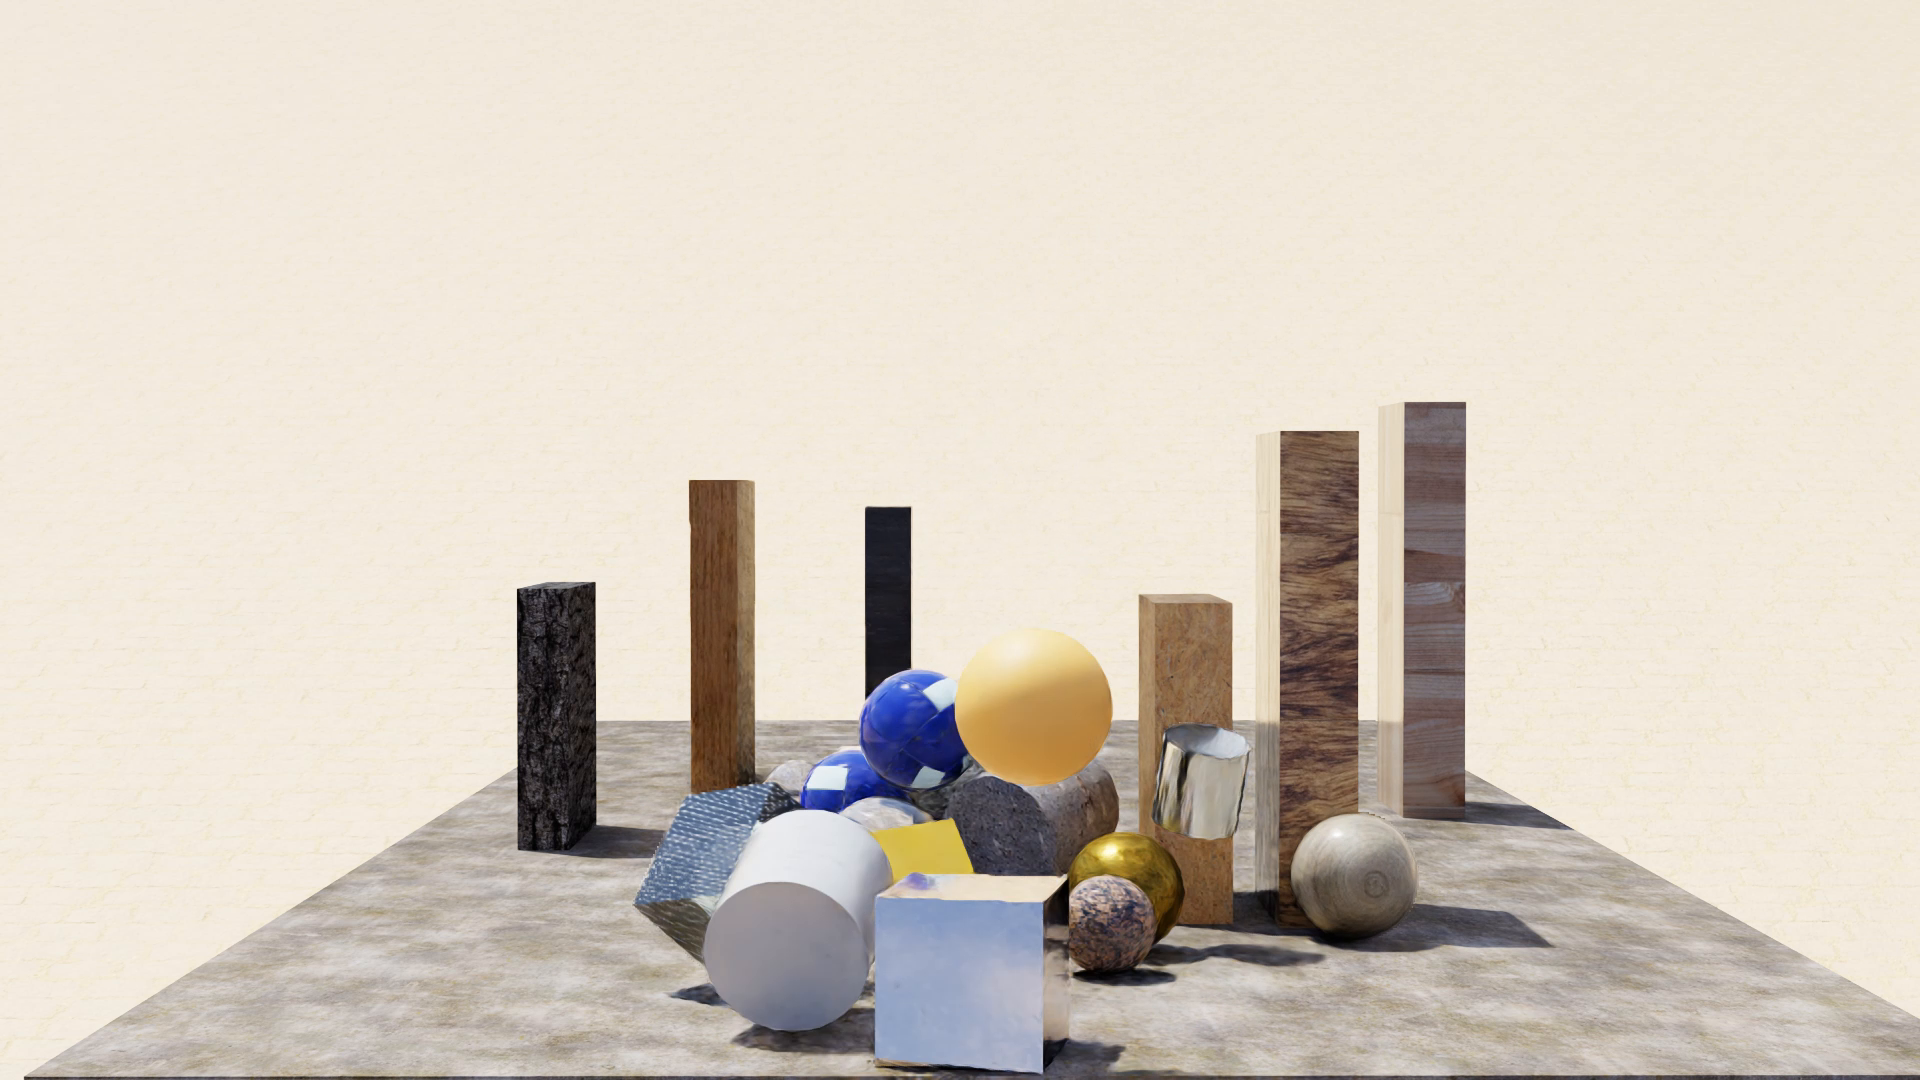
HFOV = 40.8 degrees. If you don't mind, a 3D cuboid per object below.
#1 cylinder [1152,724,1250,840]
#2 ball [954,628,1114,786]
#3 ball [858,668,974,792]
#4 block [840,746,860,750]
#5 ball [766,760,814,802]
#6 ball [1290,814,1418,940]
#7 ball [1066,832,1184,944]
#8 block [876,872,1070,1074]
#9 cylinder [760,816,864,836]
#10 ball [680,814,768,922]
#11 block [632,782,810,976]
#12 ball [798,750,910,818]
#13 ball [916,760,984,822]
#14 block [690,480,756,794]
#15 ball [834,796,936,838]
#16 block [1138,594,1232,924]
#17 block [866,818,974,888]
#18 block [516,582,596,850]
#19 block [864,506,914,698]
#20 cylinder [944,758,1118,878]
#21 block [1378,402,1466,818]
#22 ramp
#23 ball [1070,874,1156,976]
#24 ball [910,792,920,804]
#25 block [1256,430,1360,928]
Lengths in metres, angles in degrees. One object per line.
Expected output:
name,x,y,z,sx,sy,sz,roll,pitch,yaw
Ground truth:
cylinder,0.308,0.308,3.299,0.111,0.111,0.111,7,16,-2
ball,0.074,0.168,2.602,0.160,0.160,0.160,0,27,0
ball,-0.058,0.274,3.713,0.177,0.177,0.177,0,27,0
block,-0.131,0.430,4.413,0.142,0.142,0.142,0,1,-5
ball,-0.281,0.437,4.445,0.116,0.116,0.116,0,27,0
ball,0.514,0.439,3.371,0.164,0.164,0.164,0,27,0
ball,0.209,0.447,3.276,0.152,0.152,0.152,0,27,0
block,0.015,0.447,2.688,0.172,0.172,0.172,0,1,11
cylinder,-0.216,0.450,3.598,0.130,0.130,0.130,-1,24,24
ball,-0.302,0.443,3.474,0.151,0.151,0.151,0,27,0
block,-0.251,0.403,3.046,0.158,0.158,0.158,-13,41,42
ball,-0.162,0.408,3.965,0.173,0.173,0.173,0,27,0
ball,0.017,0.424,3.966,0.172,0.172,0.172,0,27,0
block,-0.470,0.184,5.143,0.090,0.606,0.443,0,1,0
ball,-0.102,0.431,3.469,0.176,0.176,0.176,0,27,0
block,0.315,0.299,3.644,0.105,0.434,0.320,0,1,0
block,-0.057,0.419,3.090,0.114,0.114,0.114,-7,57,-26
block,-0.679,0.289,4.363,0.084,0.426,0.324,0,1,0
block,-0.145,0.206,5.373,0.092,0.553,0.349,0,1,0
cylinder,0.103,0.399,3.700,0.185,0.185,0.185,16,21,28
block,0.847,0.122,4.747,0.111,0.743,0.284,0,1,0
ramp,0.061,0.548,4.584,2.000,0.100,4.000,0,1,0
ball,0.178,0.466,3.122,0.120,0.120,0.120,0,27,0
ball,-0.045,0.426,4.274,0.150,0.150,0.150,0,27,0
block,0.480,0.184,3.587,0.106,0.665,0.279,0,1,0
